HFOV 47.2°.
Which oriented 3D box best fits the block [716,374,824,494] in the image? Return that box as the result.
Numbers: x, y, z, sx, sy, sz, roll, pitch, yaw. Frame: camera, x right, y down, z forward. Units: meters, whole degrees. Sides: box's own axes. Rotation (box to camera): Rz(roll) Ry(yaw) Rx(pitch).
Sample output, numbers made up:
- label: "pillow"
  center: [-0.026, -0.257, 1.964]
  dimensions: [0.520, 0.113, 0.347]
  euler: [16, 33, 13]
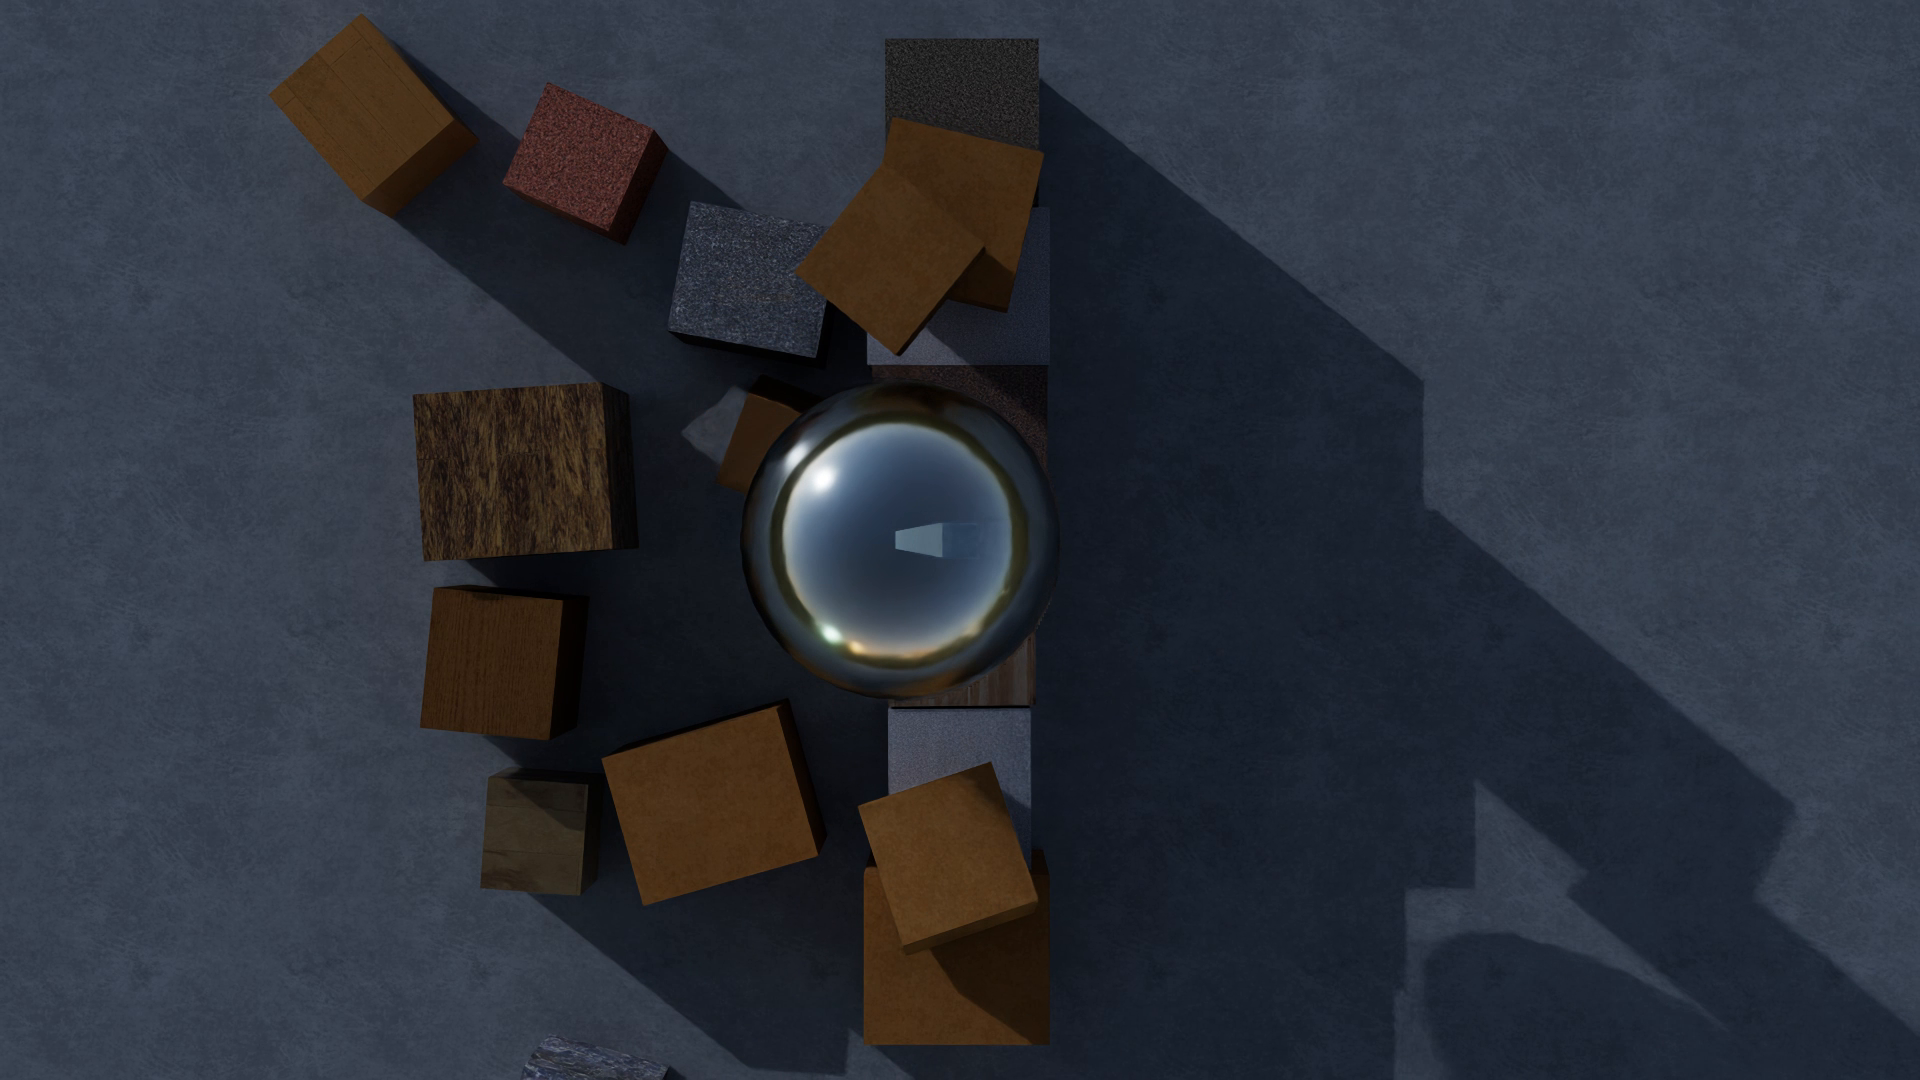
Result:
- label: "block"
  center: [-1.031, -0.553, 12.659]
  dimensions: [0.520, 0.524, 0.561]
  euler: [22, 106, -3]

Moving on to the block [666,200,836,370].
- label: "block"
  center: [-1.145, -1.443, 12.589]
  dimensions: [0.842, 0.822, 0.731]
  euler: [11, 90, 0]

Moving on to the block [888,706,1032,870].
- label: "block"
  center: [-0.002, 1.378, 12.575]
  dimensions: [0.788, 0.851, 0.895]
  euler: [0, 90, 0]

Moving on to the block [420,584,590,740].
- label: "block"
  center: [-2.584, 0.685, 12.563]
  dimensions: [0.716, 0.874, 0.777]
  euler: [6, 90, 0]

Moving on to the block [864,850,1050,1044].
- label: "block"
  center: [-0.018, 2.295, 12.509]
  dimensions: [1.016, 0.981, 0.928]
  euler: [0, 90, 0]

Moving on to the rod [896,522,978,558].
- label: "rod"
  center: [-0.127, 0.000, 7.566]
  dimensions: [0.080, 5.200, 0.080]
  euler: [0, 90, -3]

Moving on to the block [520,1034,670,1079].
- label: "block"
  center: [-2.171, 3.385, 12.621]
  dimensions: [0.735, 0.758, 0.775]
  euler: [15, 90, 0]

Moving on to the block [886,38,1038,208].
- label: "block"
  center: [0.011, -2.303, 12.550]
  dimensions: [0.846, 0.900, 0.913]
  euler: [0, 90, 0]

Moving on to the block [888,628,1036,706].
- label: "block"
  center: [0.007, 0.482, 12.567]
  dimensions: [0.815, 0.867, 0.868]
  euler: [-1, 90, 0]

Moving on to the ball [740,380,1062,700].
- label: "ball"
  center: [-0.294, 0.000, 10.962]
  dimensions: [1.600, 1.600, 1.600]
  euler: [0, 90, 0]

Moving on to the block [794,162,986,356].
- label: "block"
  center: [-0.337, -1.391, 10.986]
  dimensions: [0.636, 0.608, 0.692]
  euler: [39, 94, -2]

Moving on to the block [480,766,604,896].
- label: "block"
  center: [-2.406, 1.675, 12.712]
  dimensions: [0.568, 0.575, 0.629]
  euler: [4, 90, 0]

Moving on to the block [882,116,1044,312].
- label: "block"
  center: [-0.042, -1.706, 11.684]
  dimensions: [0.797, 0.840, 0.814]
  euler: [13, 94, 0]

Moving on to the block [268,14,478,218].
- label: "block"
  center: [-3.363, -2.432, 12.675]
  dimensions: [0.698, 0.650, 0.792]
  euler: [-41, 90, 0]

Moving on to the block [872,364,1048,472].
- label: "block"
  center: [-0.002, -0.457, 12.498]
  dimensions: [0.958, 1.003, 0.994]
  euler: [0, 90, 0]

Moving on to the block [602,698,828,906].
- label: "block"
  center: [-1.382, 1.478, 12.577]
  dimensions: [1.005, 0.846, 0.845]
  euler: [-16, 90, 0]

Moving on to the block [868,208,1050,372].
- label: "block"
  center: [-0.008, -1.401, 12.567]
  dimensions: [1.006, 0.866, 0.870]
  euler: [0, 90, 0]

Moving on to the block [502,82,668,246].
- label: "block"
  center: [-2.150, -2.159, 12.686]
  dimensions: [0.655, 0.628, 0.629]
  euler: [24, 90, 0]

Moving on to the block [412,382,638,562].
- label: "block"
  center: [-2.444, -0.373, 12.507]
  dimensions: [1.036, 0.985, 0.914]
  euler: [-4, 90, 0]

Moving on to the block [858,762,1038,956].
- label: "block"
  center: [-0.065, 1.703, 11.682]
  dimensions: [0.732, 0.715, 0.755]
  euler: [-18, 76, -5]
